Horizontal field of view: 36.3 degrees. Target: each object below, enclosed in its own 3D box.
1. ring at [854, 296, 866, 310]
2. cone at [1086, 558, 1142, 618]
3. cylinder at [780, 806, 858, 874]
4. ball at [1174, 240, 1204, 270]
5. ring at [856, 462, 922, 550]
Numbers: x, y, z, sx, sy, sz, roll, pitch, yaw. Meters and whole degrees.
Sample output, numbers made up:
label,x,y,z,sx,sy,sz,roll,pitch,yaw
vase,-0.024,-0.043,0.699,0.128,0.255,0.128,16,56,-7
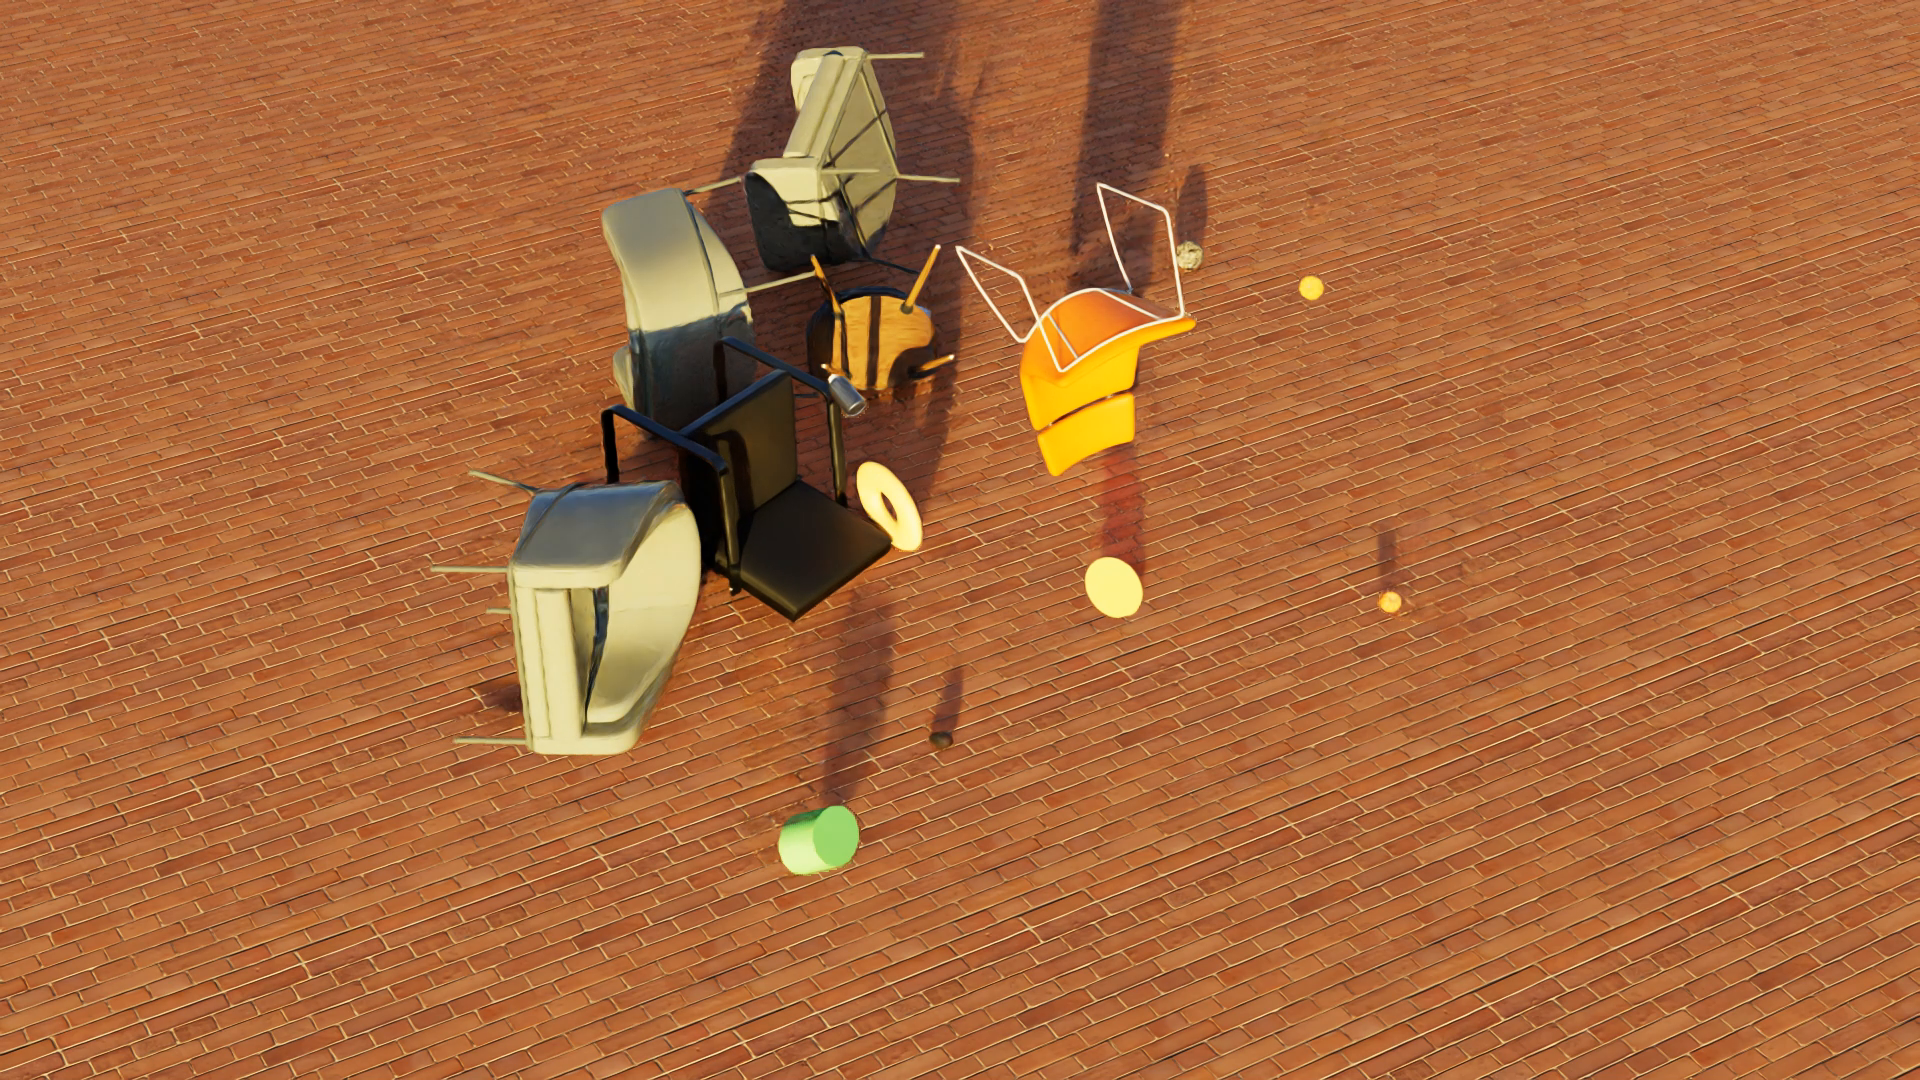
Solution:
label,x,y,z,sx,sy,sz,roll,pitch,yaw
ring,-0.424,-1.008,12.443,0.052,0.022,0.105,-17,30,18
cone,0.536,0.188,10.593,0.223,0.094,0.233,-9,72,-27
cylinder,-0.445,0.947,9.262,0.130,0.185,0.278,-15,5,28
ball,0.993,-1.234,12.700,0.129,0.129,0.129,0,33,0
ring,-0.262,-0.126,10.853,0.064,0.282,0.380,-27,76,-33
